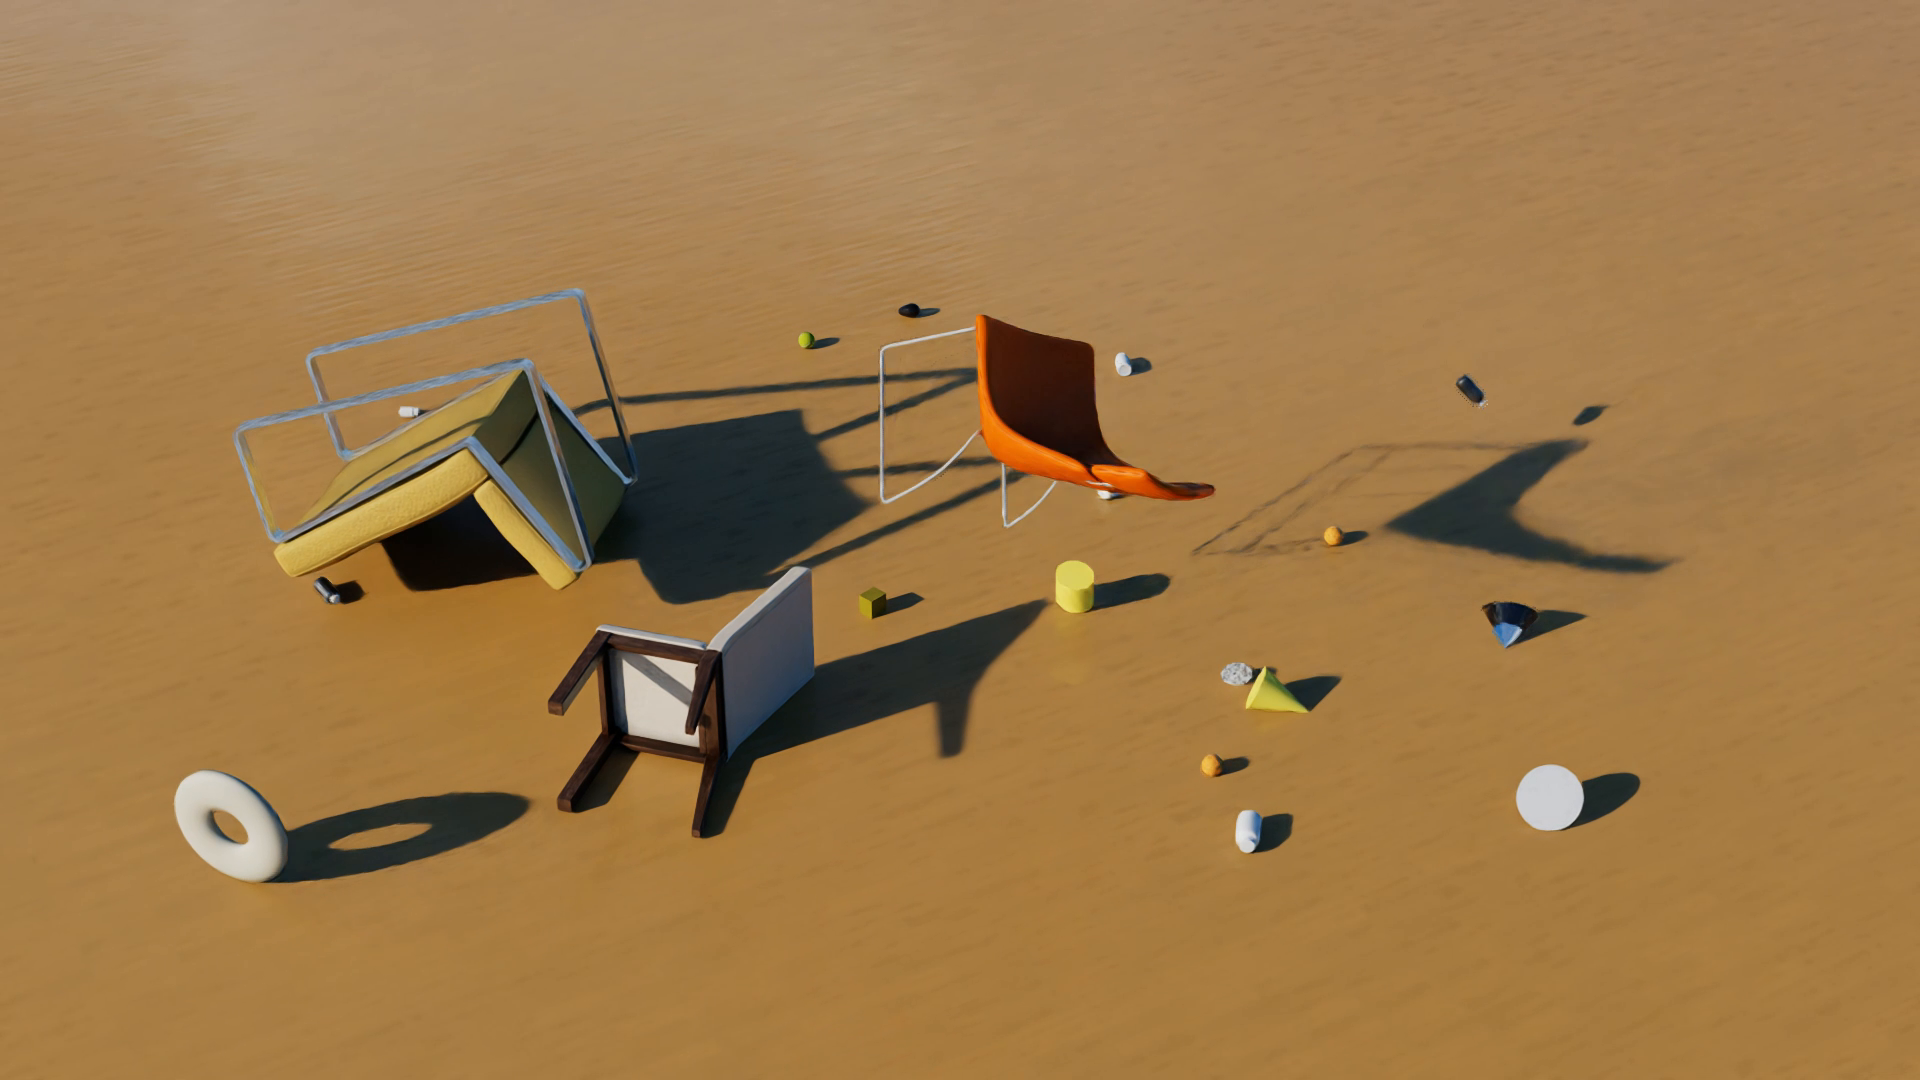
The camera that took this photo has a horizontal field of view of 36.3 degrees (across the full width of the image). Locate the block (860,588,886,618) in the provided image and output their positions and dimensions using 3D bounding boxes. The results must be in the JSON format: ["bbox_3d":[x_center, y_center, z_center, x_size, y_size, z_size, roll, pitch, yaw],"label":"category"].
[{"bbox_3d":[-0.313,0.225,10.535,0.063,0.074,0.075,28,42,35],"label":"block"}]

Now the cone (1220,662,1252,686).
[{"bbox_3d":[0.965,0.467,10.206,0.111,0.078,0.054,-6,-5,10],"label":"cone"}]

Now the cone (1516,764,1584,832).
[{"bbox_3d":[1.927,0.849,9.585,0.212,0.115,0.218,31,86,14],"label":"cone"}]

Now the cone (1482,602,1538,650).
[{"bbox_3d":[1.941,0.322,10.389,0.198,0.168,0.145,7,64,15],"label":"cone"}]

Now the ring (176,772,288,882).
[{"bbox_3d":[-2.282,0.899,9.185,0.417,0.451,0.073,34,44,3],"label":"ring"}]

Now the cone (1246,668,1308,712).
[{"bbox_3d":[1.106,0.549,10.042,0.205,0.164,0.144,24,38,-3],"label":"cone"}]

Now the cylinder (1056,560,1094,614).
[{"bbox_3d":[0.413,0.169,10.535,0.147,0.136,0.129,30,57,25],"label":"cylinder"}]
